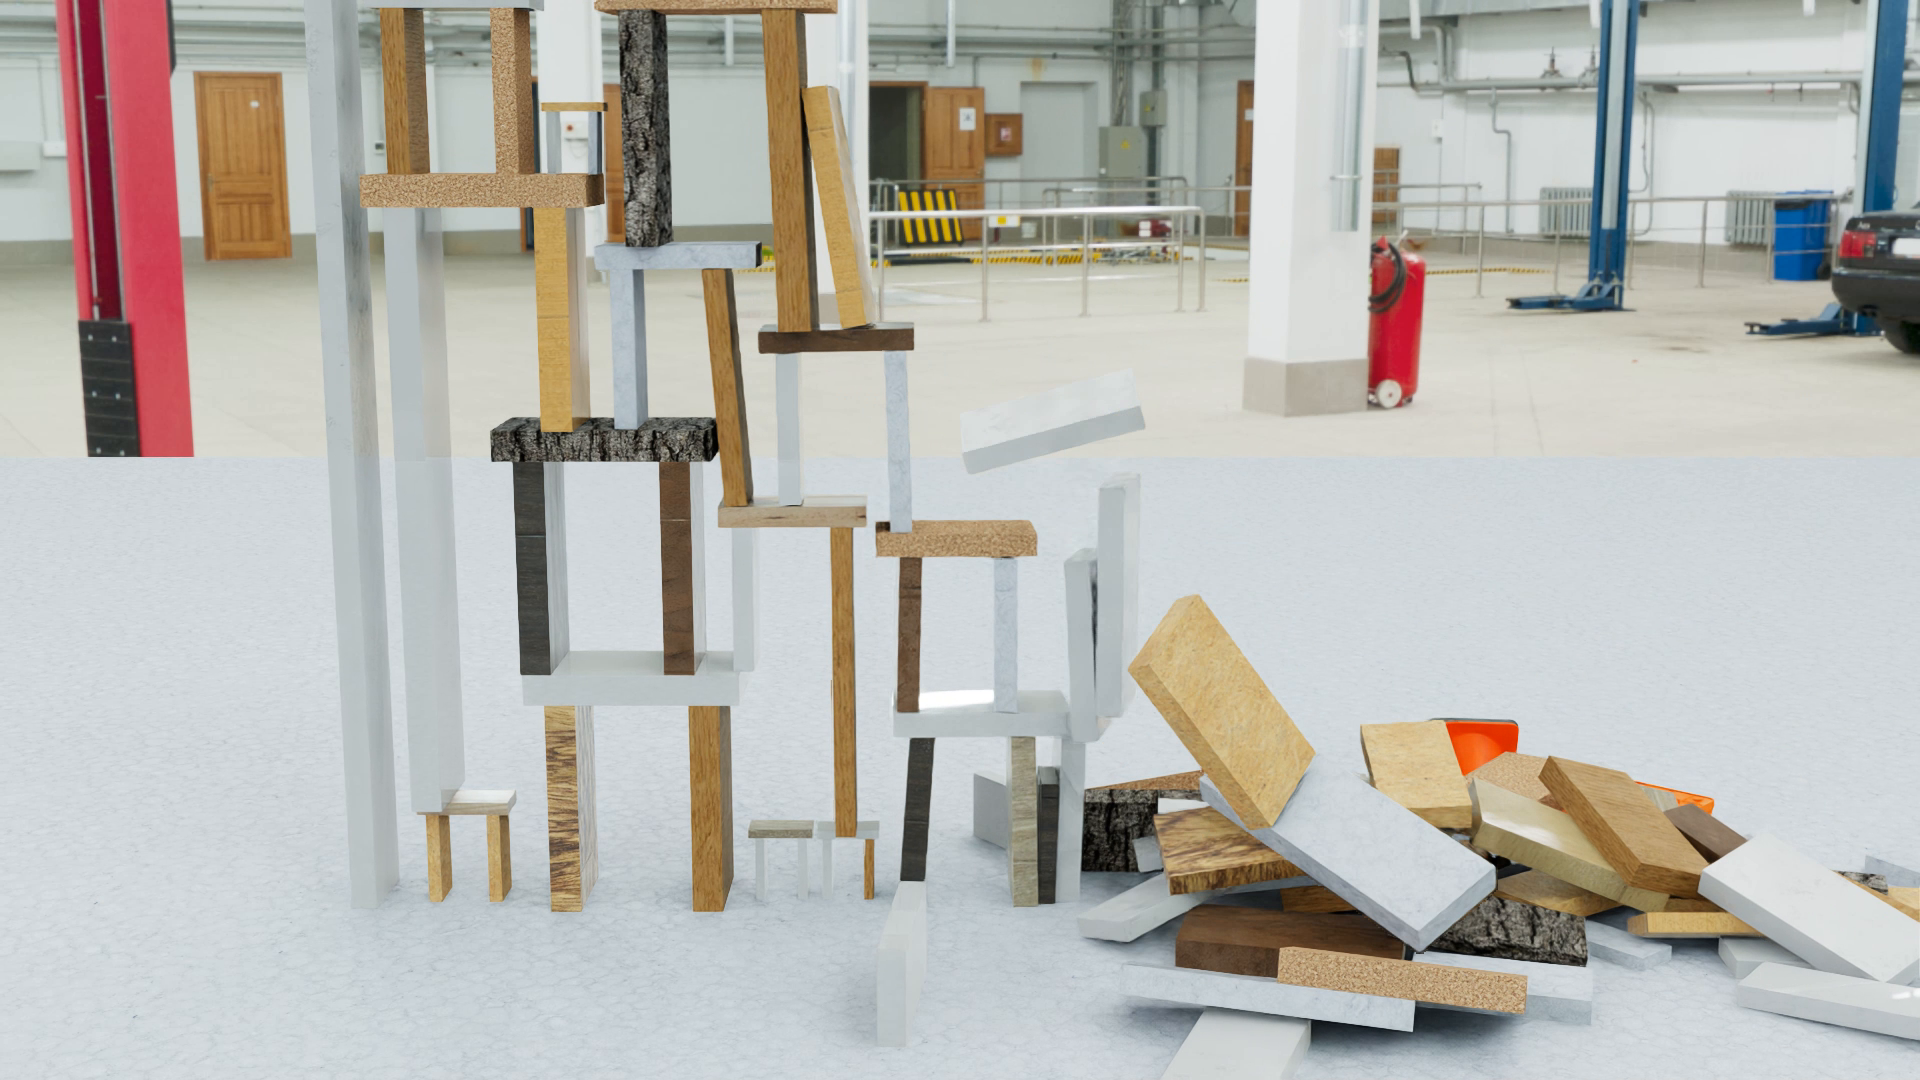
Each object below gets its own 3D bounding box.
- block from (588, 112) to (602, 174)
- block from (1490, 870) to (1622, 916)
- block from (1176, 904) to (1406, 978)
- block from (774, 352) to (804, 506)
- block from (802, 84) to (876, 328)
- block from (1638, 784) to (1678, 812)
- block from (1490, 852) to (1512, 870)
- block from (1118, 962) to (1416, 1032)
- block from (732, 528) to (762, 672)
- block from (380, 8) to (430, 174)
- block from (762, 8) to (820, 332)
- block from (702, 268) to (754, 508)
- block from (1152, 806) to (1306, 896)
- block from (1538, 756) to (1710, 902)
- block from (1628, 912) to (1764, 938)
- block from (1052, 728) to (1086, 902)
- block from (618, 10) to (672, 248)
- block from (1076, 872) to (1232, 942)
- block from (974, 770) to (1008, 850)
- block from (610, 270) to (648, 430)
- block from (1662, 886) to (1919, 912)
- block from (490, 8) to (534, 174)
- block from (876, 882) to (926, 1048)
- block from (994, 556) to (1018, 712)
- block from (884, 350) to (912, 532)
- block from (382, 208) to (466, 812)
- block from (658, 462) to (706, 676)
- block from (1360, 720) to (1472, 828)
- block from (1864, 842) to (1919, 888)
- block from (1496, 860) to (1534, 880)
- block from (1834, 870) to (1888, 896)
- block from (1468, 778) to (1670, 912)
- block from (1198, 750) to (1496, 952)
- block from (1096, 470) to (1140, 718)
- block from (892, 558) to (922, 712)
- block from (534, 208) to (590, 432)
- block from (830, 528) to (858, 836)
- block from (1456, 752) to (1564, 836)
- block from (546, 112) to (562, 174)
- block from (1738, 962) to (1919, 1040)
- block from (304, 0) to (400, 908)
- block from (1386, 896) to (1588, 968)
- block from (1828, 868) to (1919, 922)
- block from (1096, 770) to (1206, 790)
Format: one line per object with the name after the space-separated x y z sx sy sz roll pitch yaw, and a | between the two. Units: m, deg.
-0.570 -0.621 3.438 0.014 0.096 0.048 2 11 0 | block
0.982 0.568 3.563 0.257 0.036 0.129 -7 13 -34 | block
0.510 0.621 3.374 0.336 0.048 0.168 3 11 13 | block
-0.273 -0.184 3.528 0.035 0.244 0.122 -1 11 -1 | block
-0.190 -0.526 3.474 0.040 0.372 0.142 -8 9 6 | block
1.196 0.475 3.755 0.074 0.021 0.148 14 29 -4 | block
0.832 0.548 3.682 0.164 0.023 0.082 -20 10 2 | block
0.435 0.643 3.103 0.405 0.041 0.145 5 -8 13 | block
-0.347 0.086 3.572 0.033 0.236 0.118 0 11 0 | block
-0.865 -0.698 3.429 0.036 0.251 0.126 0 11 0 | block
-0.264 -0.578 3.453 0.050 0.488 0.178 -2 11 1 | block
-0.370 -0.248 3.512 0.035 0.375 0.125 -4 11 1 | block
0.483 0.474 3.488 0.331 0.040 0.143 -8 36 -2 | block
1.080 0.464 3.559 0.158 0.045 0.315 13 22 -20 | block
1.159 0.600 3.420 0.210 0.030 0.105 0 -15 0 | block
0.178 0.443 3.676 0.040 0.285 0.143 1 10 -3 | block
-0.491 -0.643 3.441 0.050 0.356 0.178 0 11 0 | block
0.311 0.573 3.491 0.235 0.033 0.116 -20 7 -35 | block
0.106 0.491 3.882 0.033 0.116 0.232 -8 13 -36 | block
-0.526 -0.309 3.502 0.035 0.250 0.125 0 11 0 | block
1.869 0.603 3.520 1.495 0.030 0.105 1 11 7 | block
-0.697 -0.698 3.429 0.036 0.251 0.126 0 11 0 | block
-0.083 0.609 3.180 0.040 0.142 0.284 1 11 5 | block
0.073 0.141 3.587 0.036 0.256 0.128 0 11 0 | block
-0.099 -0.165 3.531 0.035 0.289 0.122 -2 11 -1 | block
-0.861 -0.051 3.546 0.049 0.965 0.173 0 11 0 | block
-0.448 0.031 3.568 0.049 0.345 0.172 0 11 0 | block
0.742 0.382 3.590 0.140 0.040 0.280 -4 23 4 | block
1.690 0.554 3.763 0.259 0.037 0.130 -6 12 -29 | block
0.904 0.546 3.683 0.164 0.023 0.082 -21 10 4 | block
1.436 0.562 3.598 0.148 0.021 0.074 3 11 18 | block
0.966 0.489 3.514 0.315 0.045 0.158 21 21 0 | block
0.593 0.452 3.411 0.168 0.048 0.463 -33 43 -24 | block
0.253 0.085 3.527 0.041 0.371 0.146 3 13 14 | block
-0.086 0.140 3.582 0.036 0.256 0.128 0 11 -5 | block
-0.630 -0.355 3.489 0.049 0.347 0.173 0 11 0 | block
-0.189 0.221 3.600 0.033 0.513 0.118 -1 11 -1 | block
0.983 0.459 3.945 0.168 0.048 0.338 7 15 39 | block
-0.635 -0.621 3.440 0.014 0.096 0.048 0 11 0 | block
1.509 0.678 2.961 0.885 0.032 0.113 4 11 39 | block
-0.974 -0.279 3.509 0.042 1.767 0.148 0 11 0 | block
0.805 0.590 3.364 0.293 0.037 0.130 12 21 9 | block
1.391 0.574 3.433 0.257 0.036 0.129 26 24 36 | block
0.371 0.441 3.925 0.338 0.040 0.140 -9 -8 -1 | block
